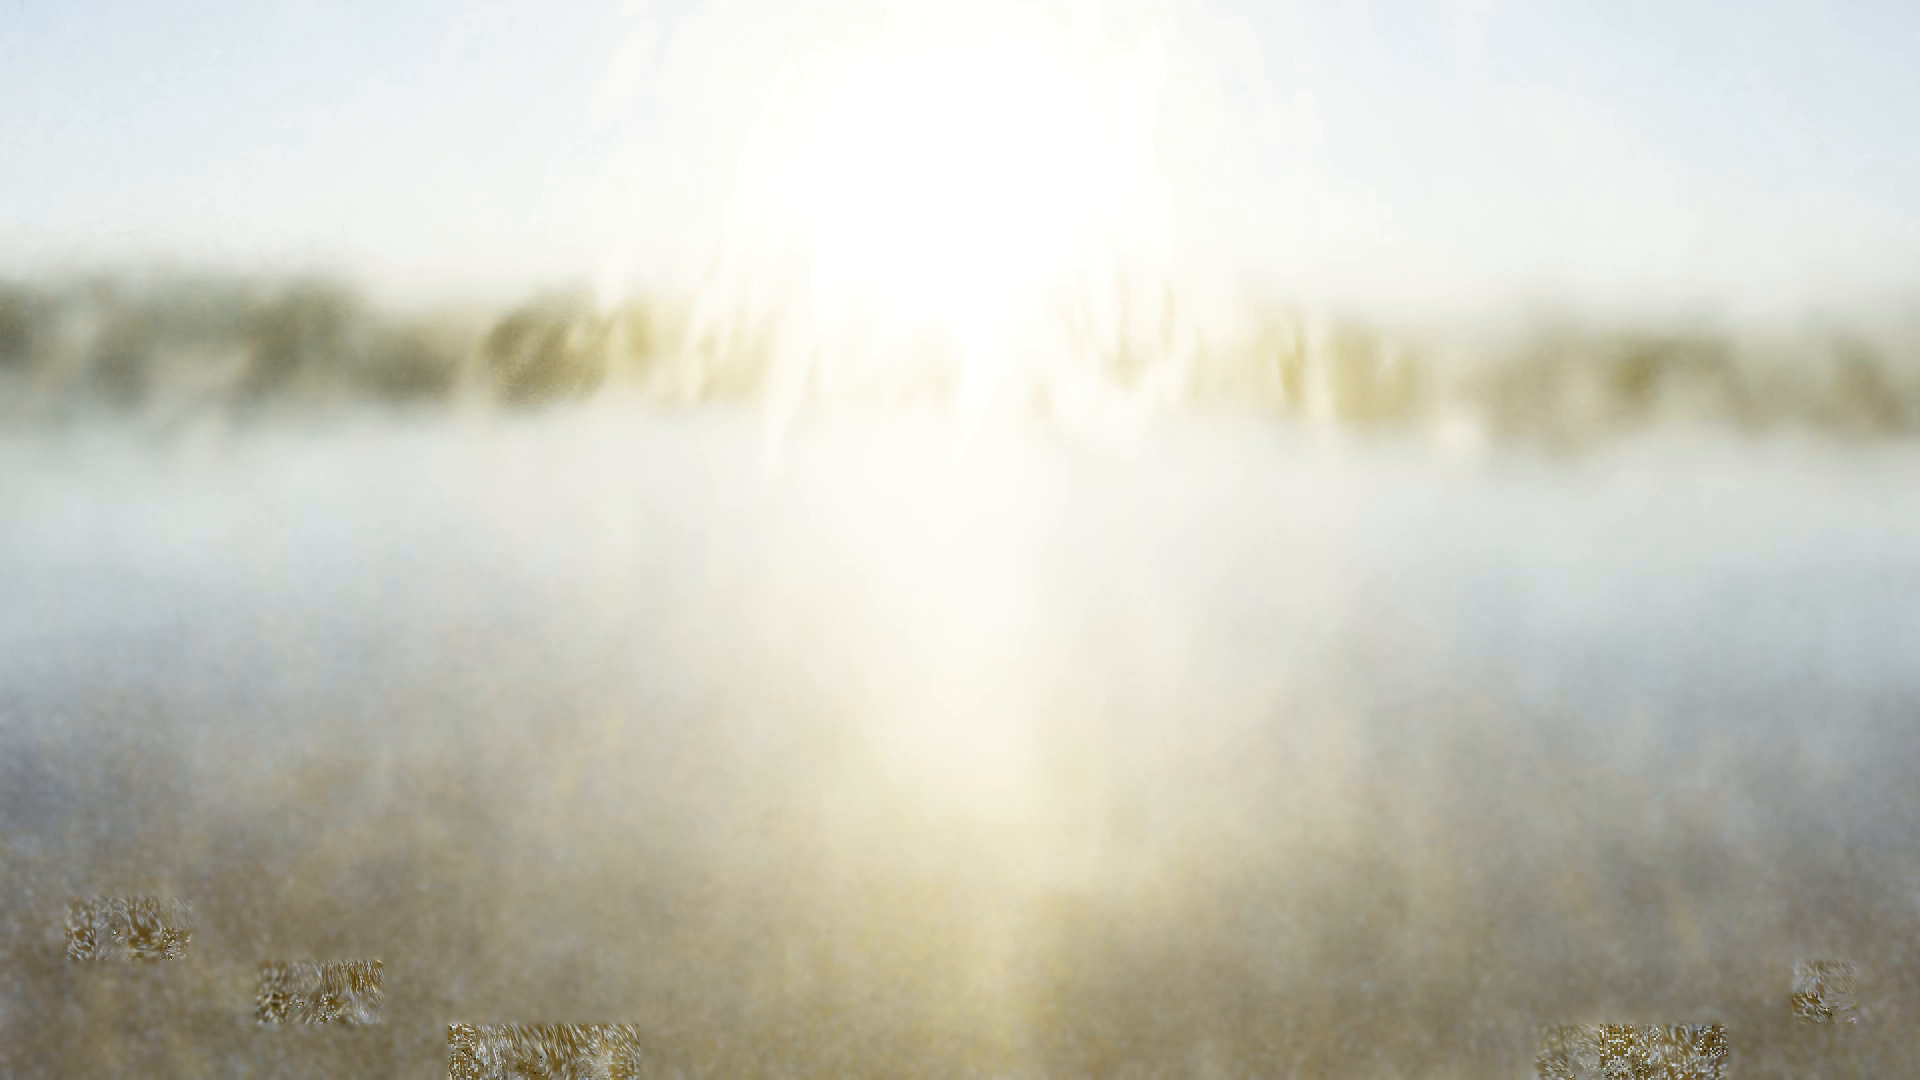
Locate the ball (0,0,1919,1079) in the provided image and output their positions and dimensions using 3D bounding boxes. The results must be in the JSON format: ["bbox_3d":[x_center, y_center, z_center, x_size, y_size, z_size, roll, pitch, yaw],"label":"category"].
[{"bbox_3d":[0.001,-0.006,0.050,0.080,0.080,0.080,0,4,0],"label":"ball"}]
